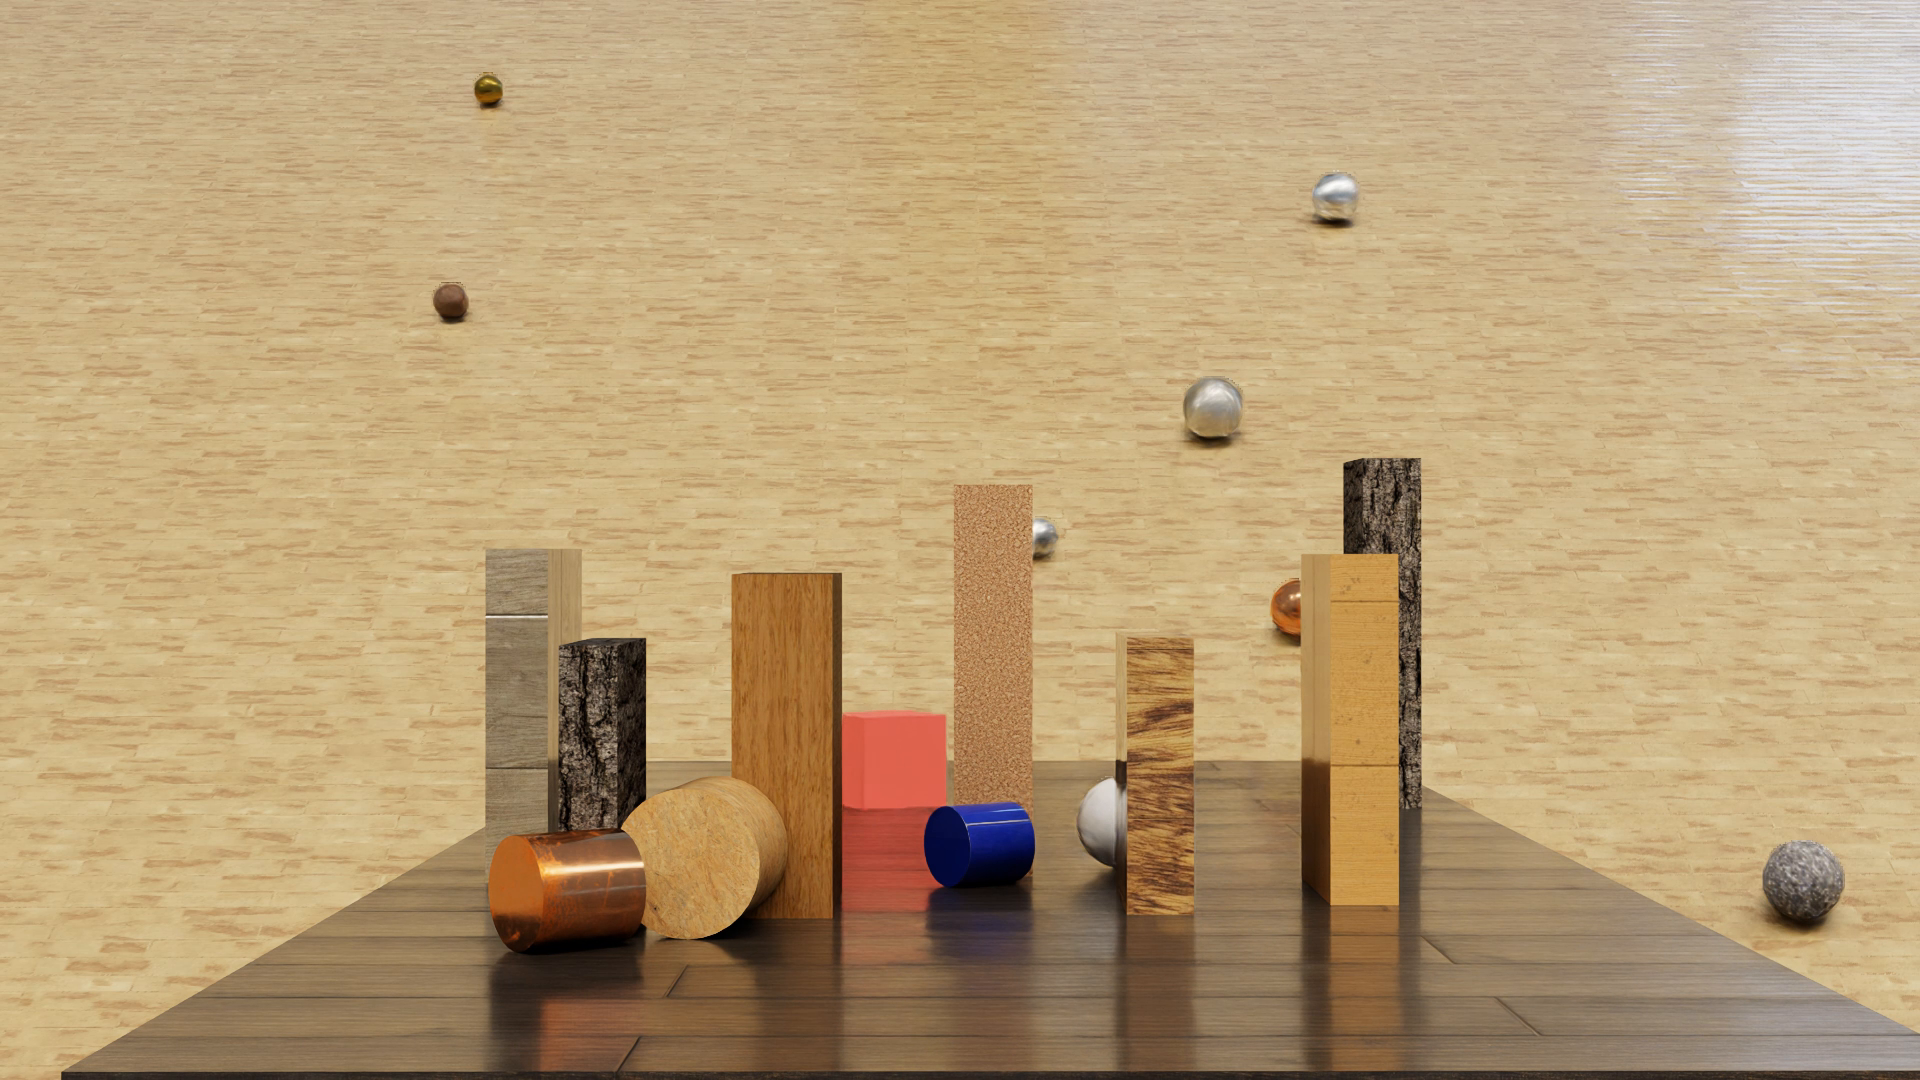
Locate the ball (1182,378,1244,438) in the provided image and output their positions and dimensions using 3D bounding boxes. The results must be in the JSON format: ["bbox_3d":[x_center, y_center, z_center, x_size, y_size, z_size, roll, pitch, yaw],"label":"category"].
[{"bbox_3d":[0.813,-0.424,8.323,0.197,0.197,0.197,0,31,0],"label":"ball"}]

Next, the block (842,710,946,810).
[{"bbox_3d":[-0.159,0.468,5.538,0.192,0.192,0.192,0,0,-27],"label":"block"}]

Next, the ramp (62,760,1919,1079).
[{"bbox_3d":[0.069,0.609,4.679,2.000,0.100,4.000,0,0,0],"label":"ramp"}]

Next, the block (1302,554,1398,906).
[{"bbox_3d":[0.616,0.289,4.110,0.104,0.534,0.335,0,0,0],"label":"block"}]

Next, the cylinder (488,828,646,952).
[{"bbox_3d":[-0.535,0.476,3.528,0.157,0.157,0.157,0,25,-37],"label":"cylinder"}]

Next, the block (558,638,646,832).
[{"bbox_3d":[-0.523,0.352,3.808,0.083,0.406,0.338,0,0,0],"label":"block"}]

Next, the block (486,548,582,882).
[{"bbox_3d":[-0.721,0.287,4.400,0.101,0.543,0.381,0,0,0],"label":"block"}]

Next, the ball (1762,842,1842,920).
[{"bbox_3d":[2.030,0.822,6.241,0.185,0.185,0.185,0,31,0],"label":"ball"}]

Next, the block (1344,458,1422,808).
[{"bbox_3d":[0.907,0.196,5.568,0.123,0.735,0.277,0,0,0],"label":"block"}]

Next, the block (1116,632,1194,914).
[{"bbox_3d":[0.297,0.351,3.976,0.099,0.411,0.276,0,0,0],"label":"block"}]

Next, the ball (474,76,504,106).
[{"bbox_3d":[-1.976,-1.886,10.850,0.124,0.124,0.124,0,31,0],"label":"ball"}]

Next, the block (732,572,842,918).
[{"bbox_3d":[-0.261,0.304,3.956,0.148,0.505,0.313,0,0,0],"label":"block"}]

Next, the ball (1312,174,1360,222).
[{"bbox_3d":[1.422,-1.296,9.803,0.182,0.182,0.182,0,31,0],"label":"ball"}]

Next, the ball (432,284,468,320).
[{"bbox_3d":[-1.787,-0.837,9.088,0.124,0.124,0.124,0,31,0],"label":"ball"}]

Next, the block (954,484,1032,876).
[{"bbox_3d":[0.055,0.234,4.455,0.131,0.650,0.331,0,0,0],"label":"block"}]

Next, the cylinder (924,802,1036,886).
[{"bbox_3d":[0.031,0.493,4.199,0.129,0.129,0.129,0,26,-36],"label":"cylinder"}]

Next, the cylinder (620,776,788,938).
[{"bbox_3d":[-0.368,0.450,3.697,0.209,0.209,0.209,4,0,7],"label":"cylinder"}]

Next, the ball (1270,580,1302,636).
[{"bbox_3d":[0.958,0.194,7.322,0.160,0.160,0.160,0,31,0],"label":"ball"}]

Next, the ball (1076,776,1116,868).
[{"bbox_3d":[0.277,0.480,4.399,0.156,0.156,0.156,0,31,0],"label":"ball"}]

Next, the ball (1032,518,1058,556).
[{"bbox_3d":[0.234,-0.008,7.703,0.115,0.115,0.115,0,31,0],"label":"ball"}]
